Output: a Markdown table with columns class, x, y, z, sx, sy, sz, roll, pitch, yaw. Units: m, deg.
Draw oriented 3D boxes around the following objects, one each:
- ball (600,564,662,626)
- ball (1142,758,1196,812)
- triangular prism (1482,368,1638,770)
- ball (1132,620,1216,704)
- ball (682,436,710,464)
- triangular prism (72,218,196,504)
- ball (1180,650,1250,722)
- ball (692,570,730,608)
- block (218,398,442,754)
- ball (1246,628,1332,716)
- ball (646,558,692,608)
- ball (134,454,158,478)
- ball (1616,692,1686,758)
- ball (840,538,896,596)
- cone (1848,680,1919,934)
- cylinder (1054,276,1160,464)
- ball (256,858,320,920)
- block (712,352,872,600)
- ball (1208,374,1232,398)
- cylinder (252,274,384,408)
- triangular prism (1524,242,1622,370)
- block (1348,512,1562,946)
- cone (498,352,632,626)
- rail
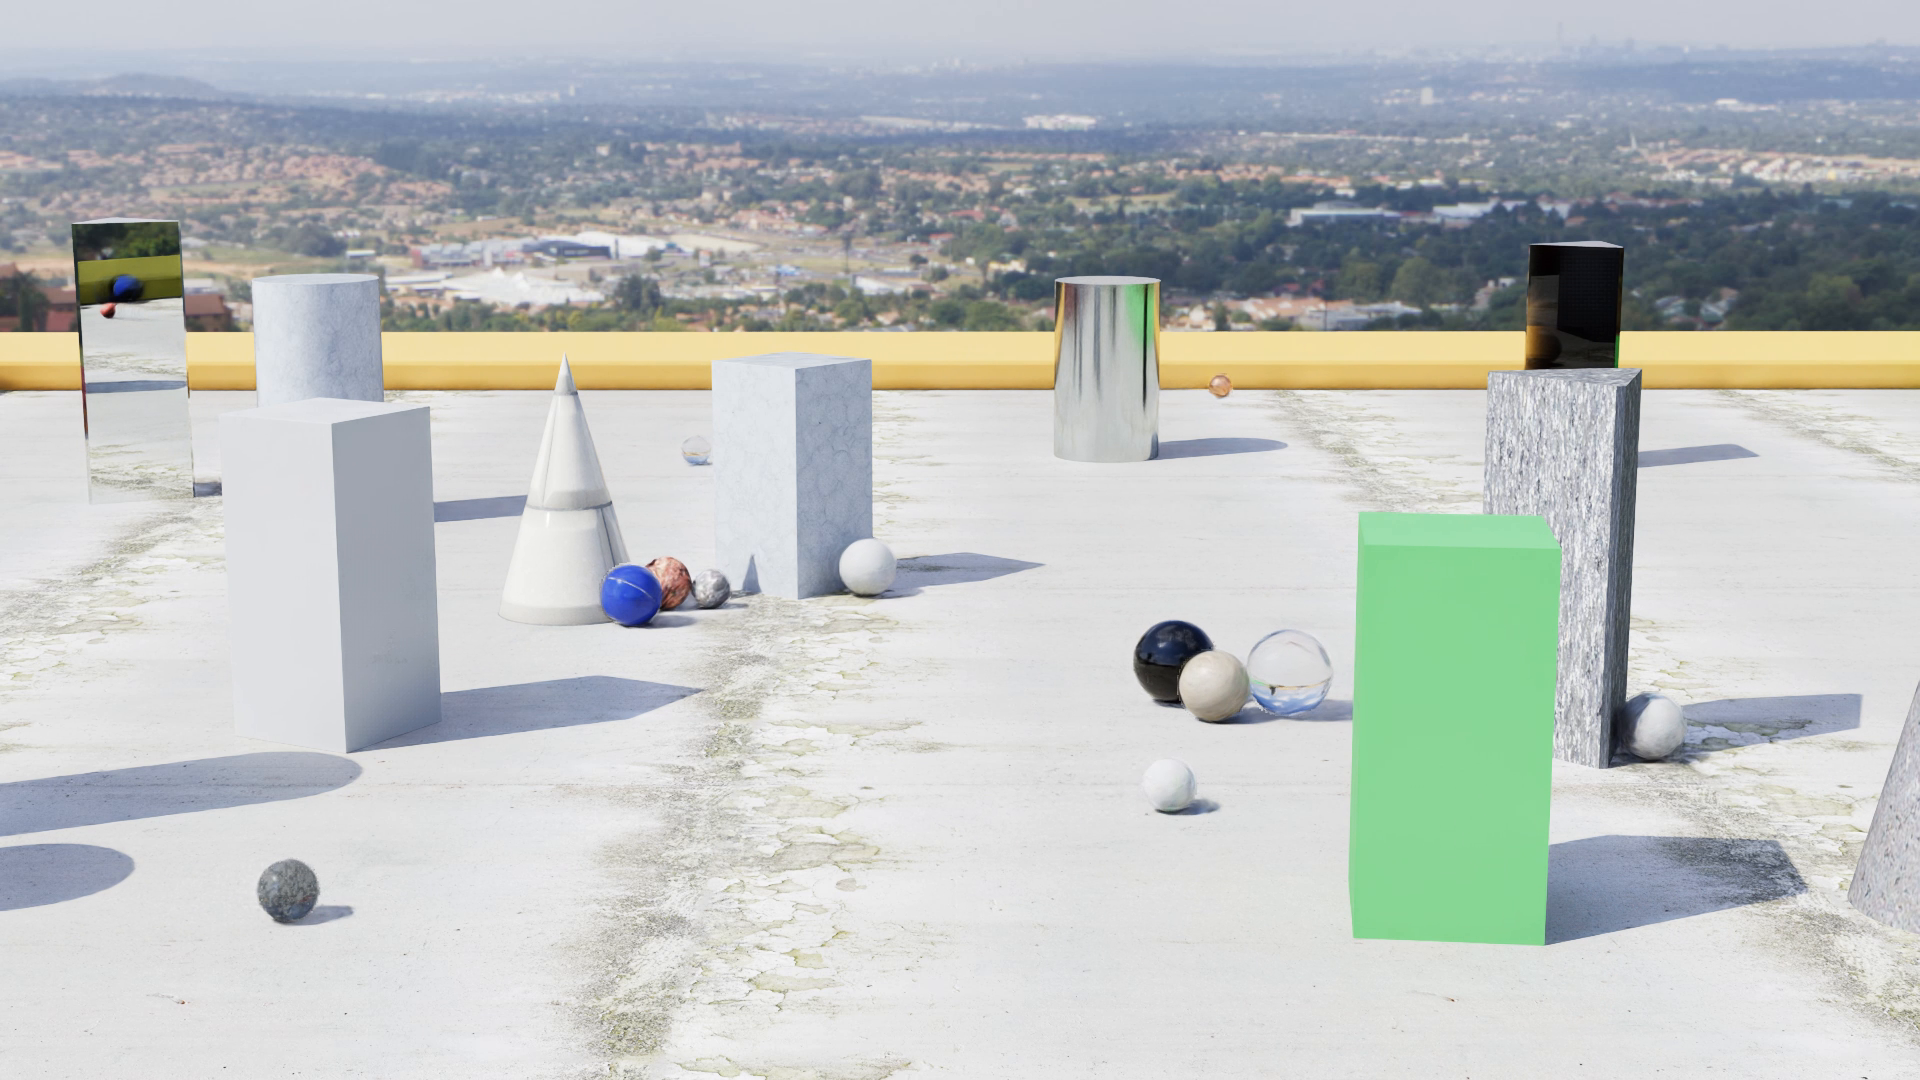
| class | x | y | z | sx | sy | sz | roll | pitch | yaw |
| --- | --- | --- | --- | --- | --- | --- | --- | --- | --- |
| ball | -0.432 | 0.072 | 3.373 | 0.081 | 0.081 | 0.081 | 0 | 10 | 0 |
| ball | 0.207 | 0.242 | 2.534 | 0.053 | 0.053 | 0.053 | 0 | 10 | 0 |
| triangular prism | 0.676 | 0.021 | 2.763 | 0.148 | 0.404 | 0.171 | -9 | 14 | -39 |
| ball | 0.248 | 0.140 | 2.960 | 0.098 | 0.098 | 0.098 | 0 | 10 | 0 |
| ball | -0.487 | -0.165 | 4.734 | 0.053 | 0.053 | 0.053 | 0 | 10 | 0 |
| triangular prism | -1.416 | -0.309 | 4.368 | 0.171 | 0.469 | 0.148 | -5 | 12 | -25 |
| ball | 0.286 | 0.164 | 2.883 | 0.080 | 0.080 | 0.080 | 0 | 10 | 0 |
| ball | -0.339 | 0.067 | 3.486 | 0.051 | 0.051 | 0.051 | 0 | 10 | 0 |
| block | -0.690 | 0.034 | 2.822 | 0.158 | 0.357 | 0.158 | 6 | 12 | 28 |
| ball | 0.372 | 0.150 | 2.905 | 0.099 | 0.099 | 0.099 | 0 | 10 | 0 |
| ball | -0.399 | 0.058 | 3.480 | 0.070 | 0.070 | 0.070 | 0 | 10 | 0 |
| ball | -1.451 | -0.131 | 4.574 | 0.043 | 0.043 | 0.043 | 0 | 10 | 0 |
| ball | 0.734 | 0.198 | 2.727 | 0.070 | 0.070 | 0.070 | 0 | 10 | 0 |
| ball | -0.128 | 0.038 | 3.563 | 0.079 | 0.079 | 0.079 | 0 | 10 | 0 |
| cone | 0.882 | 0.116 | 2.210 | 0.198 | 0.419 | 0.198 | 0 | 10 | 0 |
| cylinder | 0.276 | -0.323 | 4.824 | 0.198 | 0.330 | 0.198 | 0 | 10 | 0 |
| ball | -0.580 | 0.302 | 2.212 | 0.053 | 0.053 | 0.053 | 0 | 10 | 0 |
| block | -0.235 | -0.095 | 3.619 | 0.158 | 0.320 | 0.158 | 8 | 13 | 38 |
| ball | 0.577 | -0.341 | 5.687 | 0.051 | 0.051 | 0.051 | 0 | 10 | 0 |
| cylinder | -1.026 | -0.223 | 4.118 | 0.198 | 0.392 | 0.198 | 0 | 10 | 0 |
| triangular prism | 1.148 | -0.345 | 4.737 | 0.171 | 0.404 | 0.148 | 6 | 12 | 29 |
| block | 0.421 | 0.158 | 2.205 | 0.158 | 0.338 | 0.158 | 1 | 11 | 7 |
| cone | -0.525 | -0.078 | 3.439 | 0.198 | 0.353 | 0.198 | 0 | 10 | 0 |
| rail | -0.014 | -0.403 | 5.807 | 4.465 | 0.129 | 0.045 | 0 | 10 | 0 |
